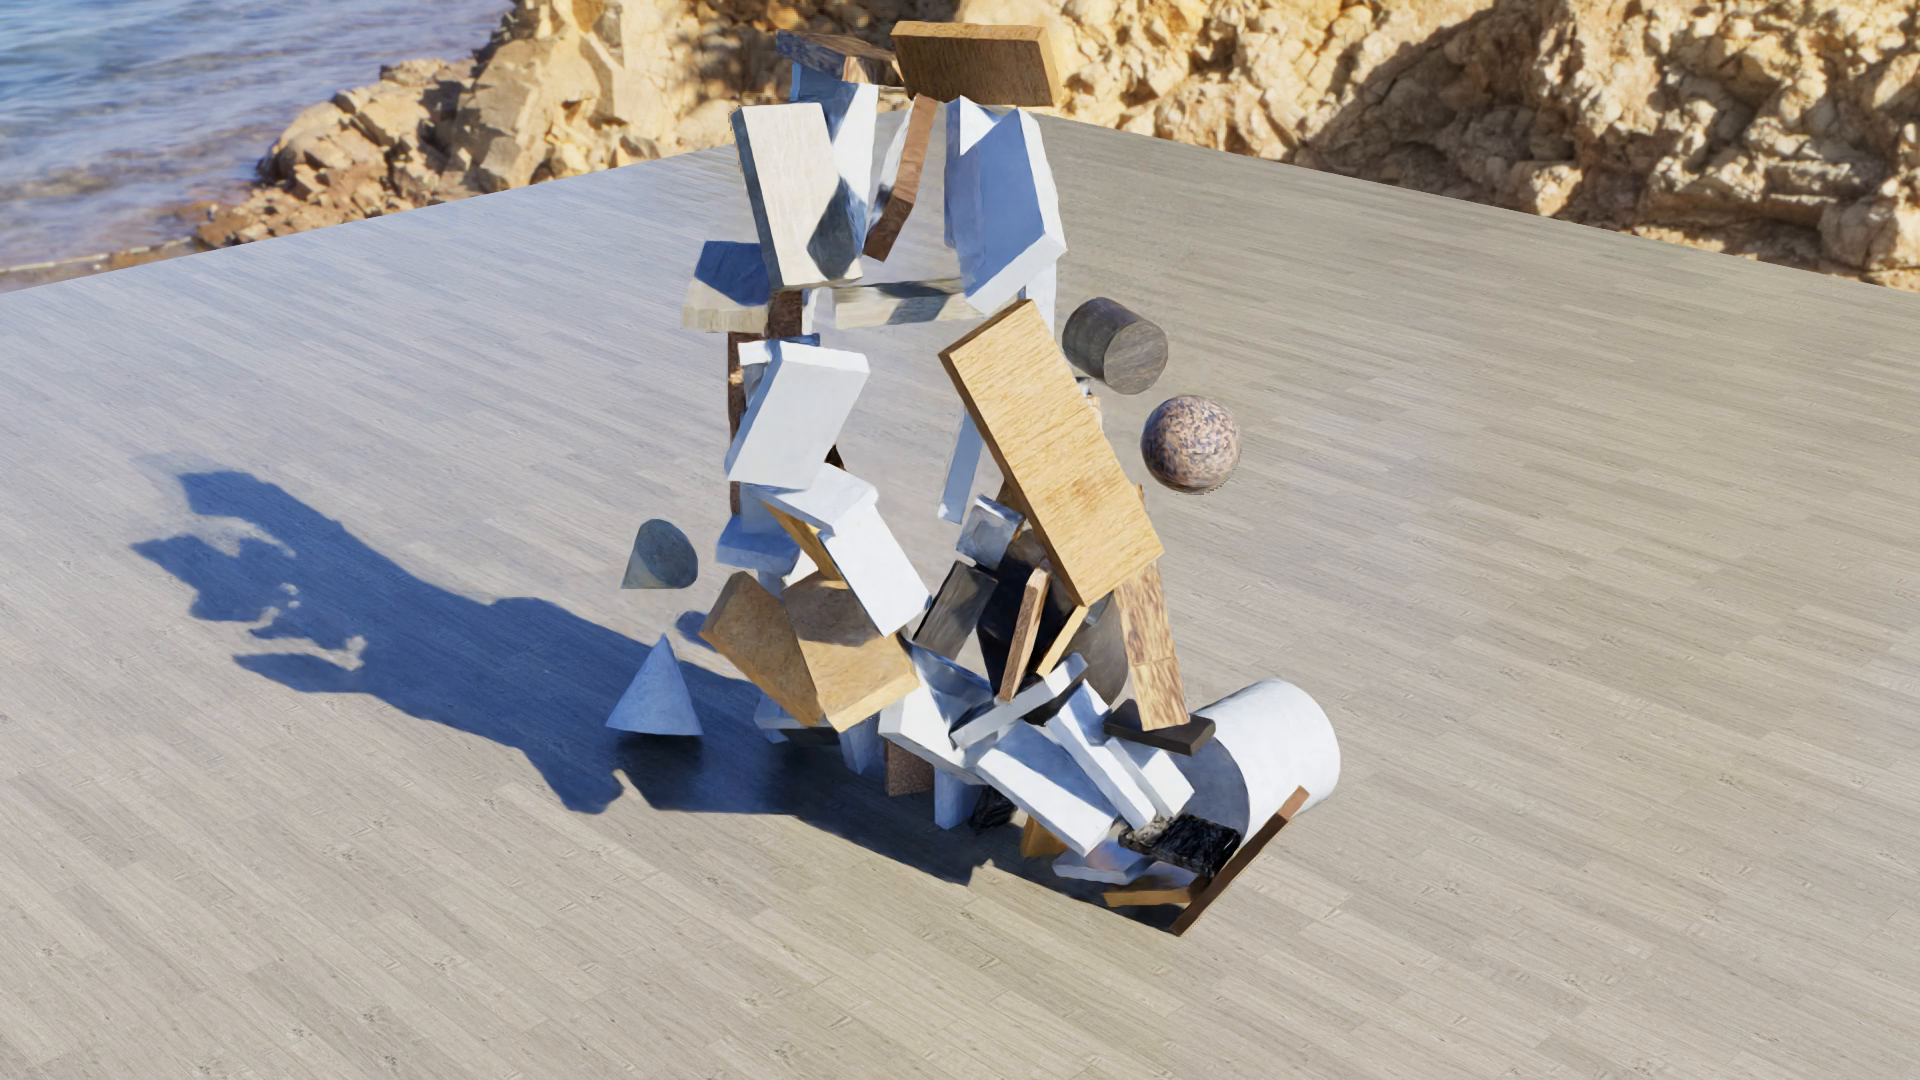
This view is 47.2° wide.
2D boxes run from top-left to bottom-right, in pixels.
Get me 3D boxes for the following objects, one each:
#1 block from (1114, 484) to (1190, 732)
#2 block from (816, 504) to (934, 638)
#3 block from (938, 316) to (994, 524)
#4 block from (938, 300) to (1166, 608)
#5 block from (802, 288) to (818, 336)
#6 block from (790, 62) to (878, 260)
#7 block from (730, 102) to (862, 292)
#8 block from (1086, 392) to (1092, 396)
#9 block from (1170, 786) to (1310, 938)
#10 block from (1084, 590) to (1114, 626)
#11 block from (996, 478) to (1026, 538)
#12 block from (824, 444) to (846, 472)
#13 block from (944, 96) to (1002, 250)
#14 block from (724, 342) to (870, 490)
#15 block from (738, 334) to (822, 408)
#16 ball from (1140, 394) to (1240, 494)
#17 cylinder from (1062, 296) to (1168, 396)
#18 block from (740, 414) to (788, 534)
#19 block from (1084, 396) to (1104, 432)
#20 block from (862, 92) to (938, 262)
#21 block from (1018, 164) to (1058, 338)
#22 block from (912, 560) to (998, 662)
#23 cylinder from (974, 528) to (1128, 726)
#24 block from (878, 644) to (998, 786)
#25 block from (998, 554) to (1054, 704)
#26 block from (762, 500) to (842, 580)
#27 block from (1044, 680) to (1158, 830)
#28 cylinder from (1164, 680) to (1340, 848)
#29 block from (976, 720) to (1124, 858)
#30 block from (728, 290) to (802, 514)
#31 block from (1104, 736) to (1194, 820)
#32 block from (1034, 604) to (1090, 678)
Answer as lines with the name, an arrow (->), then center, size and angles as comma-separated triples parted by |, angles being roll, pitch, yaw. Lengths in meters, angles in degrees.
block -> 0.318, 0.118, 3.842 | 0.082, 0.425, 0.023 | -12, -1, 11
block -> -0.148, 0.050, 3.850 | 0.109, 0.219, 0.031 | -35, 17, -11
block -> 0.028, -0.223, 3.807 | 0.043, 0.365, 0.151 | 14, 17, -4
block -> 0.158, -0.143, 3.702 | 0.175, 0.501, 0.050 | -35, 18, -16
block -> -0.317, -0.423, 4.347 | 0.047, 0.696, 0.013 | 12, 12, 7
block -> -0.250, -0.720, 4.180 | 0.158, 0.356, 0.045 | 2, 8, -25
block -> -0.282, -0.592, 3.791 | 0.158, 0.316, 0.045 | -11, -4, -34
block -> 0.218, -0.103, 3.917 | 0.079, 0.315, 0.022 | -21, 21, -35
block -> 0.497, 0.577, 3.931 | 0.025, 0.409, 0.090 | 42, 45, 10
block -> 0.268, 0.076, 3.919 | 0.021, 0.150, 0.075 | 29, 17, 0
block -> 0.102, -0.082, 3.915 | 0.022, 0.079, 0.158 | -4, 38, 22
block -> -0.251, -0.090, 4.082 | 0.102, 0.203, 0.029 | -23, -1, -28
block -> 0.039, -0.621, 3.842 | 0.140, 0.281, 0.040 | 19, -29, -40
block -> -0.277, -0.204, 3.692 | 0.151, 0.301, 0.043 | 7, 48, -24
block -> -0.316, -0.285, 3.930 | 0.141, 0.040, 0.282 | -8, -18, -5
ball -> 0.435, -0.181, 4.155 | 0.188, 0.188, 0.188 | 0, 23, 0
cylinder -> 0.274, -0.343, 3.888 | 0.136, 0.136, 0.136 | -11, 31, -25
block -> -0.373, -0.128, 4.258 | 0.102, 0.252, 0.029 | 0, 33, -5
block -> 0.214, -0.164, 3.846 | 0.082, 0.164, 0.023 | -19, 20, -37
block -> -0.101, -0.617, 3.733 | 0.040, 0.140, 0.281 | 21, 47, -12
block -> 0.132, -0.453, 3.801 | 0.050, 0.351, 0.175 | -1, 26, -3
block -> -0.008, 0.124, 3.867 | 0.081, 0.163, 0.023 | 27, 10, -14
cylinder -> 0.171, 0.168, 4.204 | 0.275, 0.275, 0.275 | -6, 52, 7
block -> -0.033, 0.328, 4.092 | 0.048, 0.168, 0.337 | -5, -24, 30
block -> 0.116, 0.158, 3.847 | 0.023, 0.306, 0.081 | 23, 46, 11
block -> -0.266, -0.045, 3.992 | 0.031, 0.219, 0.109 | -12, 34, 50
block -> 0.272, 0.389, 3.990 | 0.036, 0.257, 0.129 | -37, 5, 38
cylinder -> 0.558, 0.448, 4.353 | 0.274, 0.274, 0.274 | -20, 30, -39
block -> 0.170, 0.453, 4.029 | 0.258, 0.036, 0.129 | 37, 60, 20
block -> -0.375, -0.297, 4.233 | 0.141, 0.562, 0.040 | -2, 34, -7
block -> 0.345, 0.412, 3.992 | 0.025, 0.179, 0.090 | -37, 2, 39
block -> 0.183, 0.174, 3.930 | 0.021, 0.150, 0.075 | 32, 3, -2
